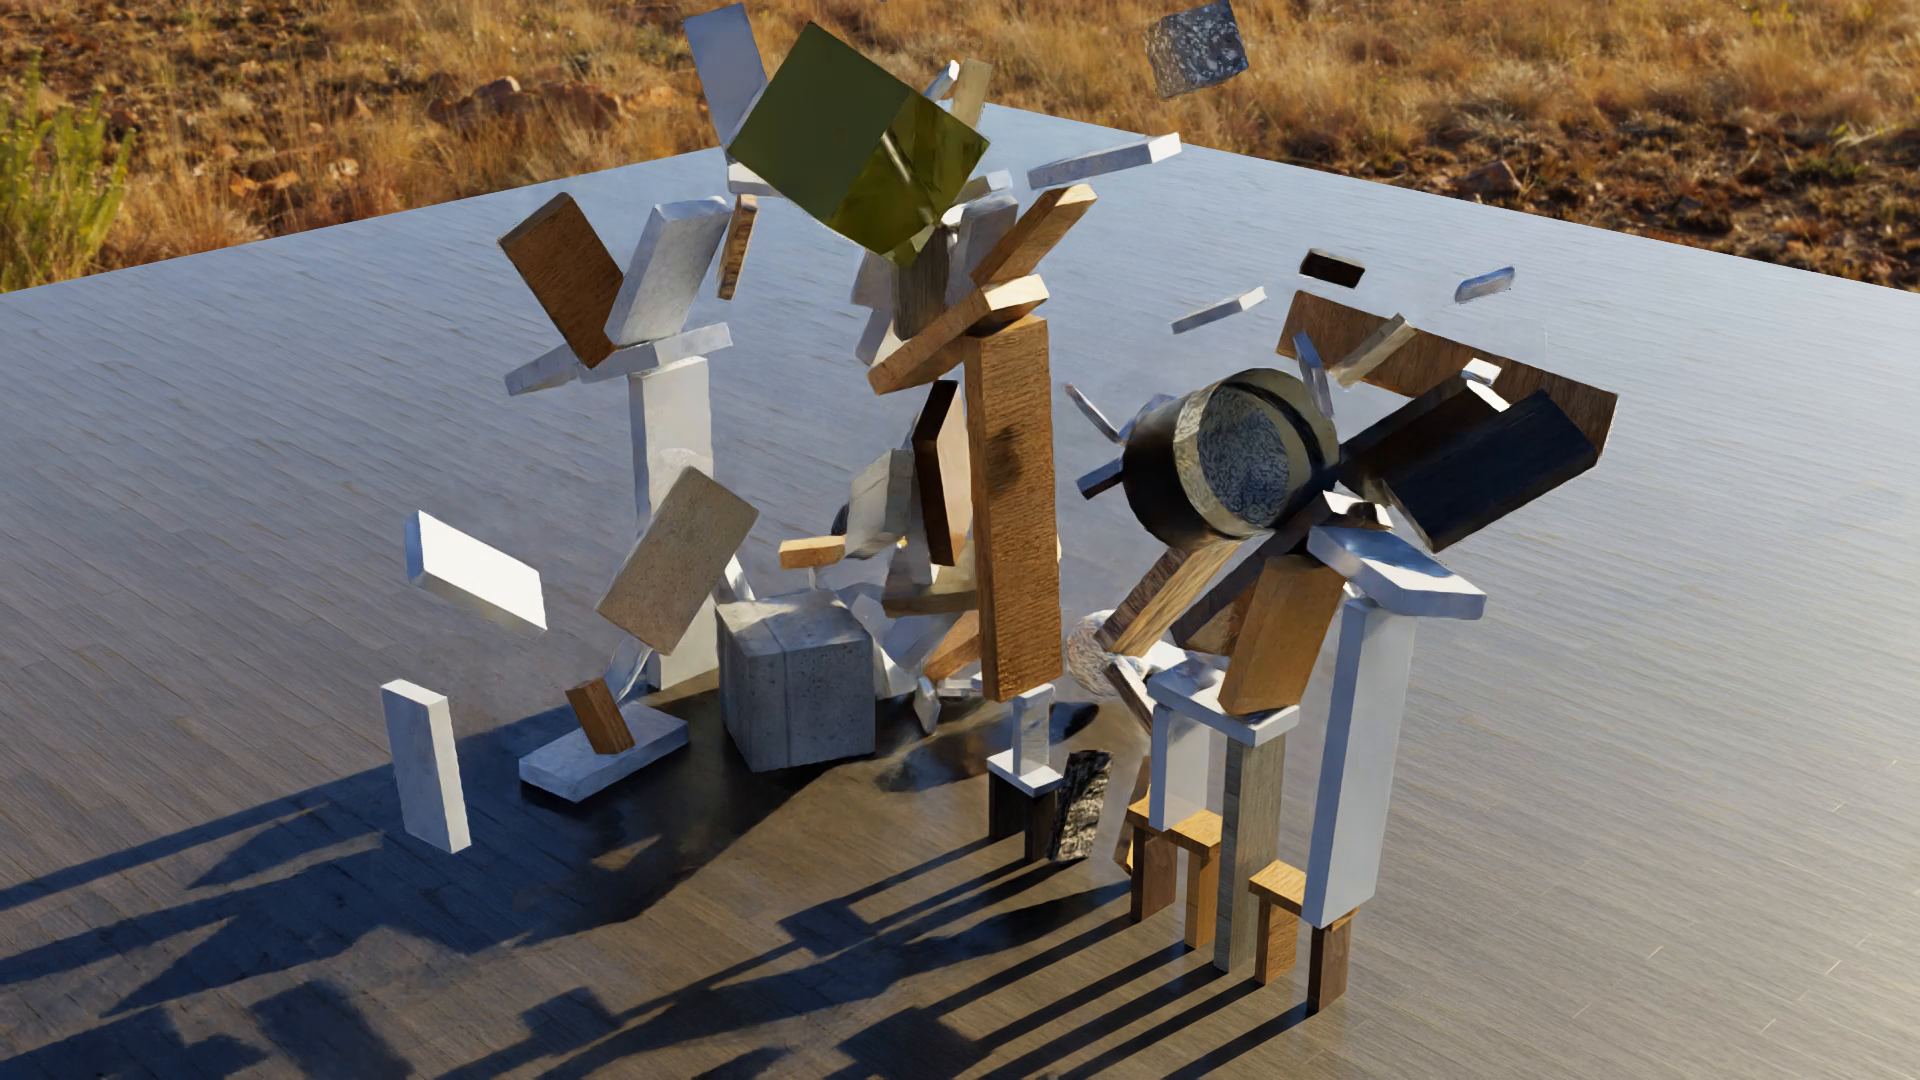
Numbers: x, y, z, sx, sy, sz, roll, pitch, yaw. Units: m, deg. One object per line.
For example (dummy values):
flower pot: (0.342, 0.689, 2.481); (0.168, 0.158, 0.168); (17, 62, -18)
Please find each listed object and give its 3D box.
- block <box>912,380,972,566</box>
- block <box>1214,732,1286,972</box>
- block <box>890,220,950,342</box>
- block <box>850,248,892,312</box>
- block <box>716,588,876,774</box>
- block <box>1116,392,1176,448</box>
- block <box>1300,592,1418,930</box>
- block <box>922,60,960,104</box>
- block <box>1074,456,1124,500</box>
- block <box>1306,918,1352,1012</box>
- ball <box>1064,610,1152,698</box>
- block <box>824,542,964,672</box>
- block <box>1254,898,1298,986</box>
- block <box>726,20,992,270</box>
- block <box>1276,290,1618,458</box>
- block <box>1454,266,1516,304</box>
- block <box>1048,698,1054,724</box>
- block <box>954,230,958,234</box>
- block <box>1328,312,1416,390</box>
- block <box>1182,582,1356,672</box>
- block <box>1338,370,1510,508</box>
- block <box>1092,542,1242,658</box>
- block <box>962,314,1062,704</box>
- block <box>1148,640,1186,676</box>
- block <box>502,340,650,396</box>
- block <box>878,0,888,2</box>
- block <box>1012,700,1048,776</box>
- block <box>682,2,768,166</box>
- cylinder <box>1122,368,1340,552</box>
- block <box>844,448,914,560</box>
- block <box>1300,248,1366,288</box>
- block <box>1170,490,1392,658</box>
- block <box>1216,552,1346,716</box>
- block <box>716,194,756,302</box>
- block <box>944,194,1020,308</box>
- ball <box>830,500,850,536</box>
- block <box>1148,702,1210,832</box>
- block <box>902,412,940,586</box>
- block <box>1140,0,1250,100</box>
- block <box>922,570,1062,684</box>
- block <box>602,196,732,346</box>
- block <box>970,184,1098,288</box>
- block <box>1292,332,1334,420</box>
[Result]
block: (-0.028, -0.127, 4.237); (0.048, 0.336, 0.168); (7, 47, 15)
block: (0.512, 0.539, 3.892); (0.122, 0.467, 0.035); (-21, 31, -41)
block: (-0.072, -0.467, 3.949); (0.104, 0.209, 0.030); (-24, 44, -24)
block: (-0.137, -0.500, 4.029); (0.083, 0.166, 0.023); (8, 37, -21)
block: (-0.354, 0.297, 4.714); (0.270, 0.270, 0.270); (-8, 24, -18)
block: (0.351, -0.223, 4.126); (0.130, 0.018, 0.065); (-43, 29, -14)
block: (0.661, 0.358, 3.637); (0.151, 0.605, 0.043); (-21, 35, -40)
block: (-0.050, -0.838, 4.128); (0.018, 0.129, 0.064); (35, 35, -18)
block: (0.280, -0.122, 4.069); (0.130, 0.018, 0.065); (-28, 22, 2)
block: (0.643, 0.726, 3.827); (0.025, 0.174, 0.087); (19, 30, 38)
ball: (0.328, 0.252, 4.876); (0.192, 0.192, 0.192); (0, 23, 0)
block: (-0.144, 0.117, 4.637); (0.169, 0.048, 0.338); (-47, 44, 3)
block: (0.564, 0.694, 3.902); (0.025, 0.174, 0.087); (21, 31, 41)
block: (-0.168, -0.658, 3.685); (0.258, 0.258, 0.258); (39, 10, 30)
block: (0.882, -0.302, 3.990); (0.608, 0.118, 0.033); (19, -14, 4)
block: (0.895, -0.435, 3.750); (0.099, 0.050, 0.014); (-18, 67, -9)
block: (0.162, 0.360, 4.796); (0.022, 0.076, 0.170); (11, 15, -18)
block: (-0.006, -0.550, 4.120); (0.018, 0.129, 0.064); (39, 0, 14)
block: (0.677, -0.309, 3.610); (0.021, 0.147, 0.073); (56, 15, 23)
block: (0.575, 0.153, 4.110); (0.150, 0.300, 0.042); (34, 24, -41)
block: (0.829, -0.176, 3.952); (0.156, 0.311, 0.044); (32, 41, -32)
block: (0.395, 0.096, 4.192); (0.042, 0.300, 0.150); (48, 18, 28)
block: (0.102, -0.053, 4.093); (0.168, 0.713, 0.048); (-21, 27, -38)
block: (0.515, 0.297, 5.022); (0.104, 0.030, 0.284); (-21, 30, -40)
block: (-0.836, -0.410, 4.878); (0.339, 0.048, 0.170); (-21, -1, 34)
block: (-0.148, -1.149, 4.139); (0.036, 0.126, 0.251); (-8, 56, 21)
block: (0.136, 0.375, 4.246); (0.076, 0.152, 0.022); (-20, 30, -39)
block: (-0.447, -0.905, 4.369); (0.126, 0.295, 0.036); (-18, 11, -4)
cylinder: (0.465, -0.134, 3.806); (0.275, 0.275, 0.275); (-11, -4, -24)
block: (-0.154, -0.063, 4.127); (0.044, 0.154, 0.314); (8, -11, -15)
block: (0.625, -0.456, 3.689); (0.099, 0.049, 0.014); (15, 49, -8)
block: (0.545, 0.065, 3.755); (0.156, 0.395, 0.044); (11, 46, -40)
block: (0.546, 0.156, 3.708); (0.151, 0.302, 0.043); (-7, 38, -30)
block: (-0.463, -0.611, 4.541); (0.030, 0.209, 0.104); (11, 30, -15)
block: (0.038, -0.511, 3.919); (0.104, 0.209, 0.030); (-23, 54, -32)
ball: (-0.199, 0.000, 5.445); (0.247, 0.247, 0.247); (0, 23, 0)
block: (0.396, 0.391, 3.956); (0.035, 0.244, 0.122); (21, 31, 40)
block: (-0.069, -0.079, 4.307); (0.044, 0.309, 0.154); (6, 42, 14)
block: (0.425, -0.887, 3.986); (0.128, 0.128, 0.128); (-19, 4, -14)
block: (0.060, 0.184, 4.783); (0.169, 0.048, 0.520); (-53, 6, -24)
block: (-0.601, -0.550, 4.512); (0.170, 0.339, 0.048); (-17, 58, -43)
block: (0.129, -0.532, 3.859); (0.118, 0.236, 0.033); (-19, 71, -47)
block: (0.569, -0.264, 3.534); (0.021, 0.147, 0.073); (-24, 56, 3)
